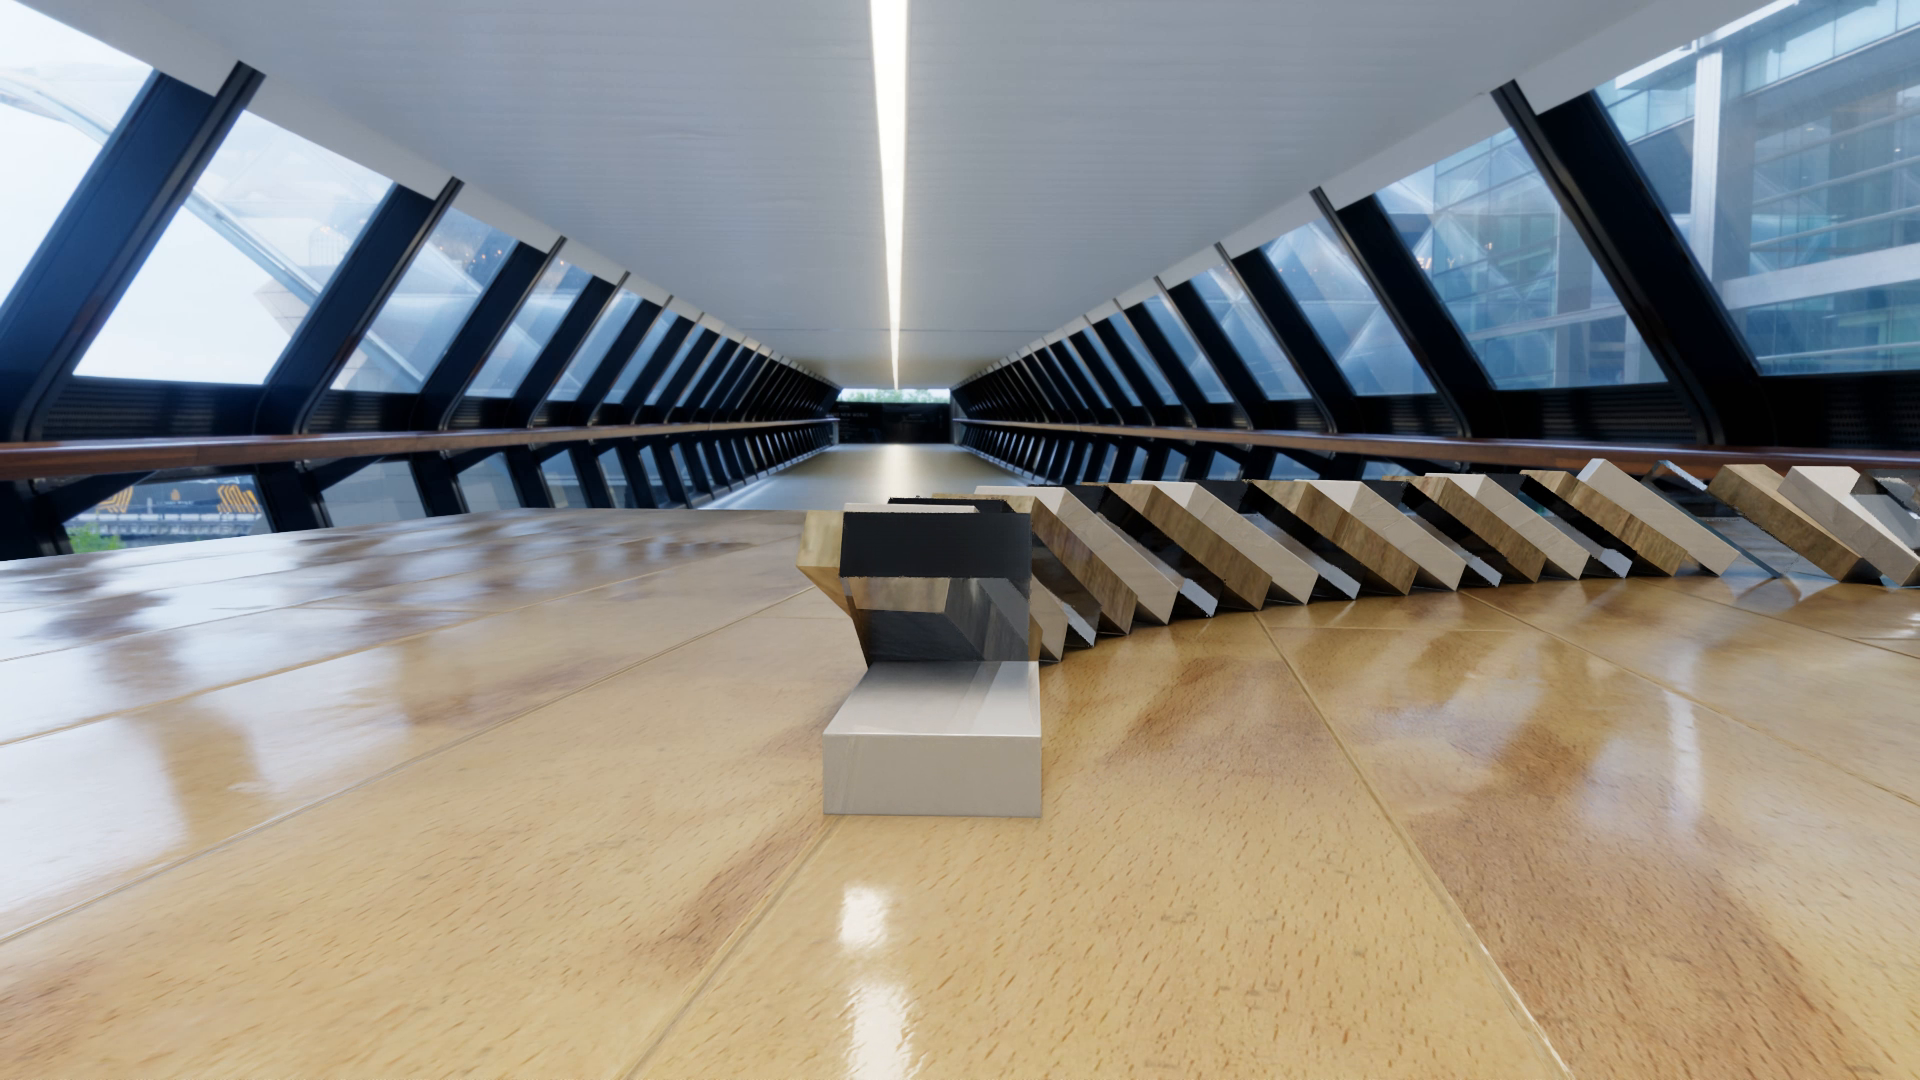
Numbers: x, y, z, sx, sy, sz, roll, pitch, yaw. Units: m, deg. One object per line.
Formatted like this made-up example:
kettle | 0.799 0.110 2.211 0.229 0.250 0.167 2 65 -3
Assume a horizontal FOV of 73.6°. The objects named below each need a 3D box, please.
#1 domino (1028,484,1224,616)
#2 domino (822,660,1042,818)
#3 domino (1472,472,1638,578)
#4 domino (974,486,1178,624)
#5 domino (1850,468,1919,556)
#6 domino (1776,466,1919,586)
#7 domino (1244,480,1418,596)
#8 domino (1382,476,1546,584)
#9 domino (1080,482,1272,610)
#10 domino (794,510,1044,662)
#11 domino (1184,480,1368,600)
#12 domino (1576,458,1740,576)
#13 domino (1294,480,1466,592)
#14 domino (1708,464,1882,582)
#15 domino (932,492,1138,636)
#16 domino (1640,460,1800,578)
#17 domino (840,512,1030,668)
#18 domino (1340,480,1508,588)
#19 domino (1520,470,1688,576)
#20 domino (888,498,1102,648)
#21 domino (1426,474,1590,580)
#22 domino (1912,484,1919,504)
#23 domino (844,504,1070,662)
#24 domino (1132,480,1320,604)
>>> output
domino | 0.039 0.003 0.310 0.025 0.009 0.050 4 -24 48
domino | -0.002 0.025 0.171 0.025 0.010 0.050 0 4 3
domino | 0.189 -0.005 0.412 0.050 0.010 0.025 30 -5 -17
domino | 0.026 0.004 0.294 0.025 0.010 0.050 4 -24 43
domino | 0.293 -0.003 0.381 0.025 0.010 0.050 0 36 -5
domino | 0.285 -0.005 0.399 0.025 0.009 0.050 -1 37 -18
domino | 0.102 -0.001 0.359 0.050 0.010 0.025 31 -12 -28
domino | 0.153 -0.003 0.393 0.050 0.010 0.025 31 -10 -26
domino | 0.054 0.002 0.324 0.050 0.009 0.025 33 -16 -34
domino | -0.005 0.010 0.217 0.025 0.009 0.050 2 -24 21
domino | 0.084 0.000 0.349 0.050 0.009 0.025 31 -12 -29
domino | 0.231 -0.008 0.427 0.050 0.010 0.025 39 14 11
domino | 0.120 -0.001 0.370 0.050 0.010 0.025 30 -11 -28
domino | 0.272 -0.006 0.415 0.025 0.009 0.050 -2 38 -31
domino | 0.016 0.006 0.276 0.025 0.009 0.050 3 -23 35
domino | 0.251 -0.008 0.424 0.050 0.010 0.025 43 26 25
domino | -0.002 0.011 0.192 0.025 0.010 0.050 0 -25 3
domino | 0.136 -0.002 0.381 0.050 0.010 0.025 30 -11 -28
domino | 0.208 -0.006 0.420 0.050 0.010 0.025 31 0 -9
domino | 0.007 0.007 0.257 0.025 0.010 0.050 2 -24 30
domino | 0.170 -0.004 0.403 0.050 0.009 0.025 31 -8 -21
domino | 0.297 -0.002 0.361 0.025 0.010 0.050 1 36 3
domino | 0.000 0.009 0.237 0.025 0.009 0.050 2 -24 26
domino | 0.068 0.001 0.339 0.050 0.009 0.025 32 -13 -29
